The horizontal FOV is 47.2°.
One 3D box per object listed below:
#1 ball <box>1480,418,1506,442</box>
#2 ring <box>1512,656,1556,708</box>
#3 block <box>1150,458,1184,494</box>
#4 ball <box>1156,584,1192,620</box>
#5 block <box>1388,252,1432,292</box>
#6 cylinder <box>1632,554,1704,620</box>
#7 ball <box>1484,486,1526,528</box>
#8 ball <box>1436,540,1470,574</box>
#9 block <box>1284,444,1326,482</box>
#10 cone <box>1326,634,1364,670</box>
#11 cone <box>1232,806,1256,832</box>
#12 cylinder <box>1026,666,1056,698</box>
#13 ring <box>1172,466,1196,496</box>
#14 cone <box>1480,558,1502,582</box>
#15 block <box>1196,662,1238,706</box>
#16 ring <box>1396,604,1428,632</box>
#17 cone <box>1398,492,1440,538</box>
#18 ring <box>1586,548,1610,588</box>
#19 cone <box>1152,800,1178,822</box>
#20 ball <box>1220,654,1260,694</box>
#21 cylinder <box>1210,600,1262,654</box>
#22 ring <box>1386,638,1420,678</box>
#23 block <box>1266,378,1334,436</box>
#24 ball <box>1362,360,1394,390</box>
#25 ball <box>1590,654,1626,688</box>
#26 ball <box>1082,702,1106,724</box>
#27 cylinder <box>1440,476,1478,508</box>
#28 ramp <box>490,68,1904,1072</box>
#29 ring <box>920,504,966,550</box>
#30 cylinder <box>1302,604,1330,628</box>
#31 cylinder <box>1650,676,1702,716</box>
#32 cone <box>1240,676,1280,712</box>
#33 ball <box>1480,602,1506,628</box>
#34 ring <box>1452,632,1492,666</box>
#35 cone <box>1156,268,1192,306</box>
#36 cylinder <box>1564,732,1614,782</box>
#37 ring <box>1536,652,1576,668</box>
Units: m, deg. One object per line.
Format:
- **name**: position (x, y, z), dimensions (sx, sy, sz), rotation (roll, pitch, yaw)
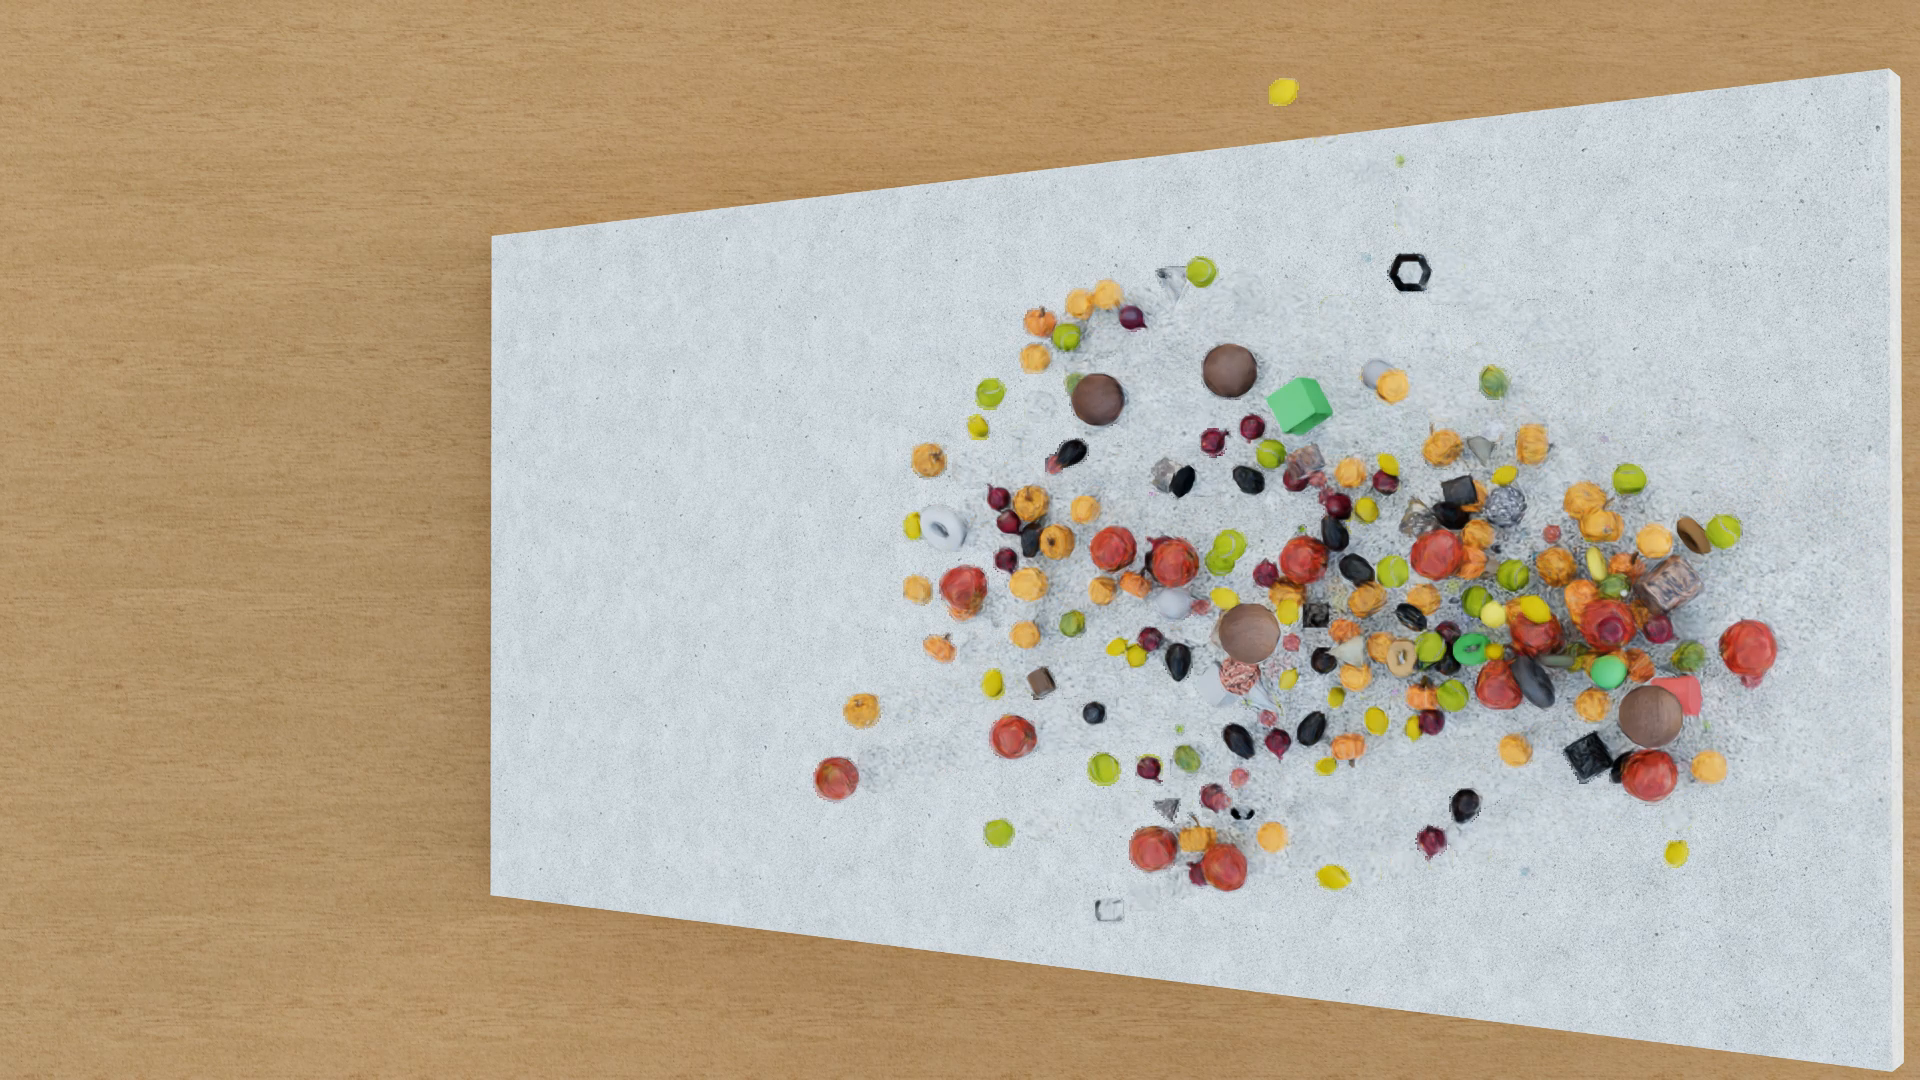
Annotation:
- **ball**: position (1.141, -0.237, 4.707), dimensions (0.052, 0.052, 0.052), rotation (0, 90, 0)
- **ring**: position (1.214, 0.300, 4.653), dimensions (0.042, 0.126, 0.126), rotation (-37, 90, 24)
- **block**: position (0.496, -0.154, 5.270), dimensions (0.054, 0.054, 0.054), rotation (27, 45, 31)
- **ball**: position (0.512, 0.147, 5.269), dimensions (0.087, 0.087, 0.087), rotation (0, 90, 0)
- **block**: position (1.001, -0.594, 4.885), dimensions (0.061, 0.061, 0.061), rotation (48, 58, -38)
- **cylinder**: position (1.463, 0.098, 4.542), dimensions (0.100, 0.100, 0.100), rotation (-36, 90, -4)
- **ball**: position (1.189, -0.072, 4.796), dimensions (0.090, 0.090, 0.090), rotation (0, 90, 0)
- **ball**: position (1.092, 0.039, 4.871), dimensions (0.076, 0.076, 0.076), rotation (0, 90, 0)
- **block**: position (0.780, -0.176, 4.967), dimensions (0.058, 0.058, 0.058), rotation (-20, 80, -21)
- **cone**: position (0.863, 0.252, 4.942), dimensions (0.082, 0.082, 0.082), rotation (-2, 90, 10)
- **cone**: position (0.669, 0.667, 5.192), dimensions (0.057, 0.057, 0.057), rotation (-5, 120, 0)
- **cylinder**: position (0.204, 0.356, 5.499), dimensions (0.057, 0.057, 0.057), rotation (-27, 73, 0)
- **ring**: position (0.535, -0.140, 5.259), dimensions (0.027, 0.080, 0.080), rotation (27, 90, 26)
- **cone**: position (1.162, 0.075, 4.854), dimensions (0.051, 0.051, 0.051), rotation (16, 132, 0)
- **block**: position (0.619, 0.340, 5.201), dimensions (0.074, 0.074, 0.074), rotation (46, 114, 26)
- **ring**: position (0.978, 0.167, 4.761), dimensions (0.077, 0.077, 0.026), rotation (43, 73, 0)
- **cone**: position (1.025, -0.069, 4.940), dimensions (0.091, 0.091, 0.091), rotation (-3, 55, 0)
- **ring**: position (1.355, 0.058, 4.671), dimensions (0.030, 0.091, 0.091), rotation (-20, 90, 22)
- **cone**: position (0.489, 0.641, 5.287), dimensions (0.057, 0.057, 0.057), rotation (17, 90, 12)
- **ball**: position (0.649, 0.312, 5.101), dimensions (0.095, 0.095, 0.095), rotation (0, 90, 0)
- **cylinder**: position (0.648, 0.205, 5.165), dimensions (0.094, 0.094, 0.094), rotation (21, 107, 0)
- **ring**: position (0.984, 0.261, 4.886), dimensions (0.030, 0.089, 0.089), rotation (11, 89, -38)
- **block**: position (0.785, -0.309, 5.078), dimensions (0.094, 0.094, 0.094), rotation (-34, 71, 30)
- **ball**: position (0.945, -0.374, 4.981), dimensions (0.070, 0.070, 0.070), rotation (0, 90, 0)
- **ball**: position (1.334, 0.271, 4.521), dimensions (0.070, 0.070, 0.070), rotation (0, 90, 0)
- **ball**: position (0.329, 0.427, 5.413), dimensions (0.056, 0.056, 0.056), rotation (0, 90, 0)
- **cylinder**: position (1.090, -0.105, 4.797), dimensions (0.063, 0.063, 0.063), rotation (-5, 89, 32)
- **ramp**: position (0.245, 0.068, 5.570), dimensions (4.000, 0.100, 2.000), rotation (0, 89, 35)
- **ring**: position (-0.044, -0.031, 5.653), dimensions (0.134, 0.134, 0.045), rotation (43, 52, 0)
- **cylinder**: position (0.818, 0.175, 5.054), dimensions (0.055, 0.055, 0.055), rotation (-2, 90, 2)
- **cylinder**: position (1.492, 0.326, 4.584), dimensions (0.082, 0.082, 0.082), rotation (-6, 89, 37)
- **cone**: position (0.704, 0.372, 5.052), dimensions (0.084, 0.084, 0.084), rotation (38, 90, 15)
- **ball**: position (1.145, 0.161, 4.718), dimensions (0.055, 0.055, 0.055), rotation (0, 90, 0)
- **ring**: position (1.125, 0.239, 4.826), dimensions (0.087, 0.087, 0.029), rotation (-24, 130, 0)
- **cone**: position (0.518, -0.601, 5.295), dimensions (0.086, 0.086, 0.086), rotation (-4, 115, 0)
- **cylinder**: position (1.342, 0.462, 4.691), dimensions (0.078, 0.078, 0.078), rotation (-28, 73, 0)
- **ring**: position (1.253, 0.252, 4.629), dimensions (0.081, 0.081, 0.027), rotation (1, 91, 0)
